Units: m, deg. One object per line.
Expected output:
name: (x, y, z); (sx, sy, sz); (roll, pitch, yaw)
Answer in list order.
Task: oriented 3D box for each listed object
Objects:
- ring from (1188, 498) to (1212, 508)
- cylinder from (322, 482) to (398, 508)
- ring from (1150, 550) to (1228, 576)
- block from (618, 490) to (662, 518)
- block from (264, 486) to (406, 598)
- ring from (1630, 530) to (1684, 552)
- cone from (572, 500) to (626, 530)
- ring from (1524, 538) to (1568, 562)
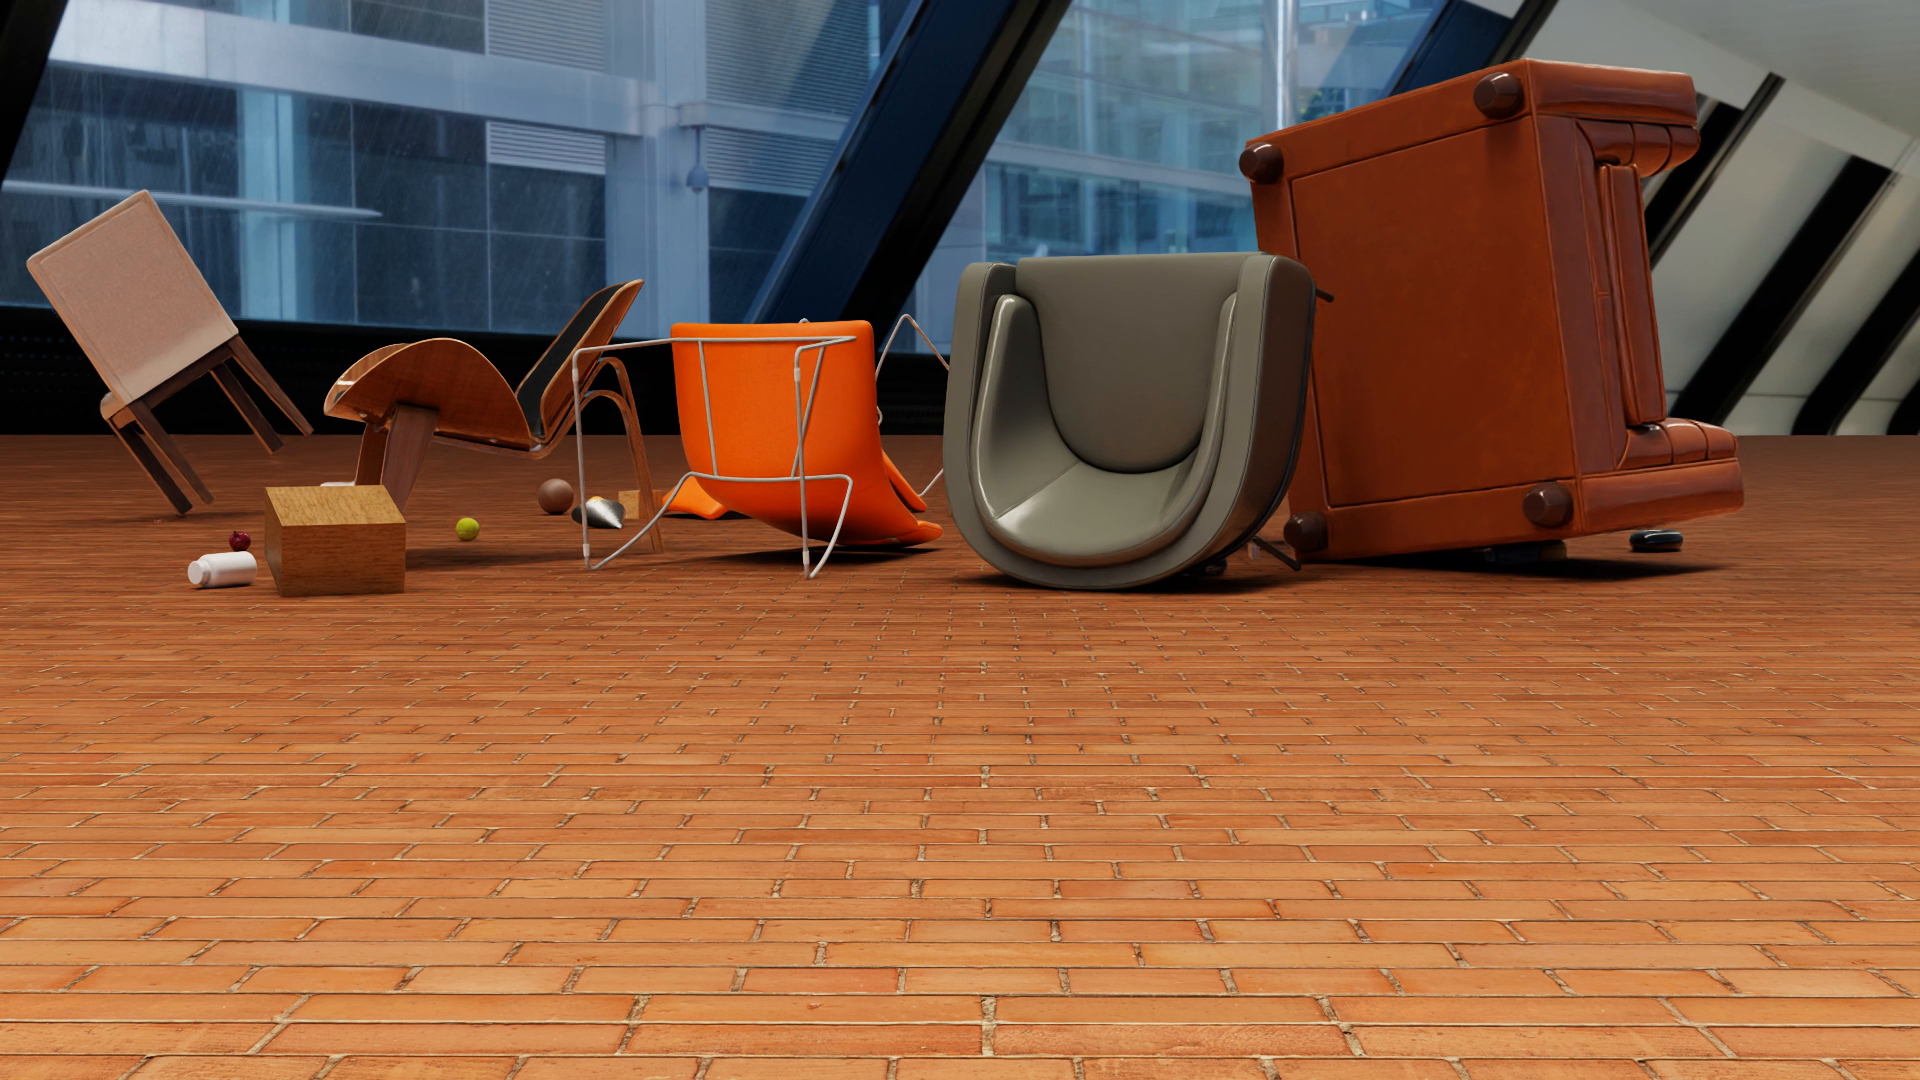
ring: (0.913, -0.141, 8.345); (0.107, 0.037, 0.083); (-2, 3, -41)
cylinder: (-2.087, -0.137, 7.618); (0.225, 0.127, 0.169); (1, 1, 13)
ring: (0.558, 0.056, 5.354); (0.171, 0.053, 0.200); (-2, 5, -42)
block: (-1.115, -0.125, 7.685); (0.088, 0.093, 0.134); (2, 5, 31)
block: (-1.394, -0.001, 4.898); (0.261, 0.162, 0.289); (-2, 19, -24)
ring: (1.935, 0.003, 6.109); (0.125, 0.056, 0.217); (5, 7, 42)
cone: (-1.128, -0.060, 7.091); (0.206, 0.096, 0.144); (-2, 23, -41)
ring: (1.532, 0.026, 5.754); (0.095, 0.057, 0.213); (-2, 3, -1)
